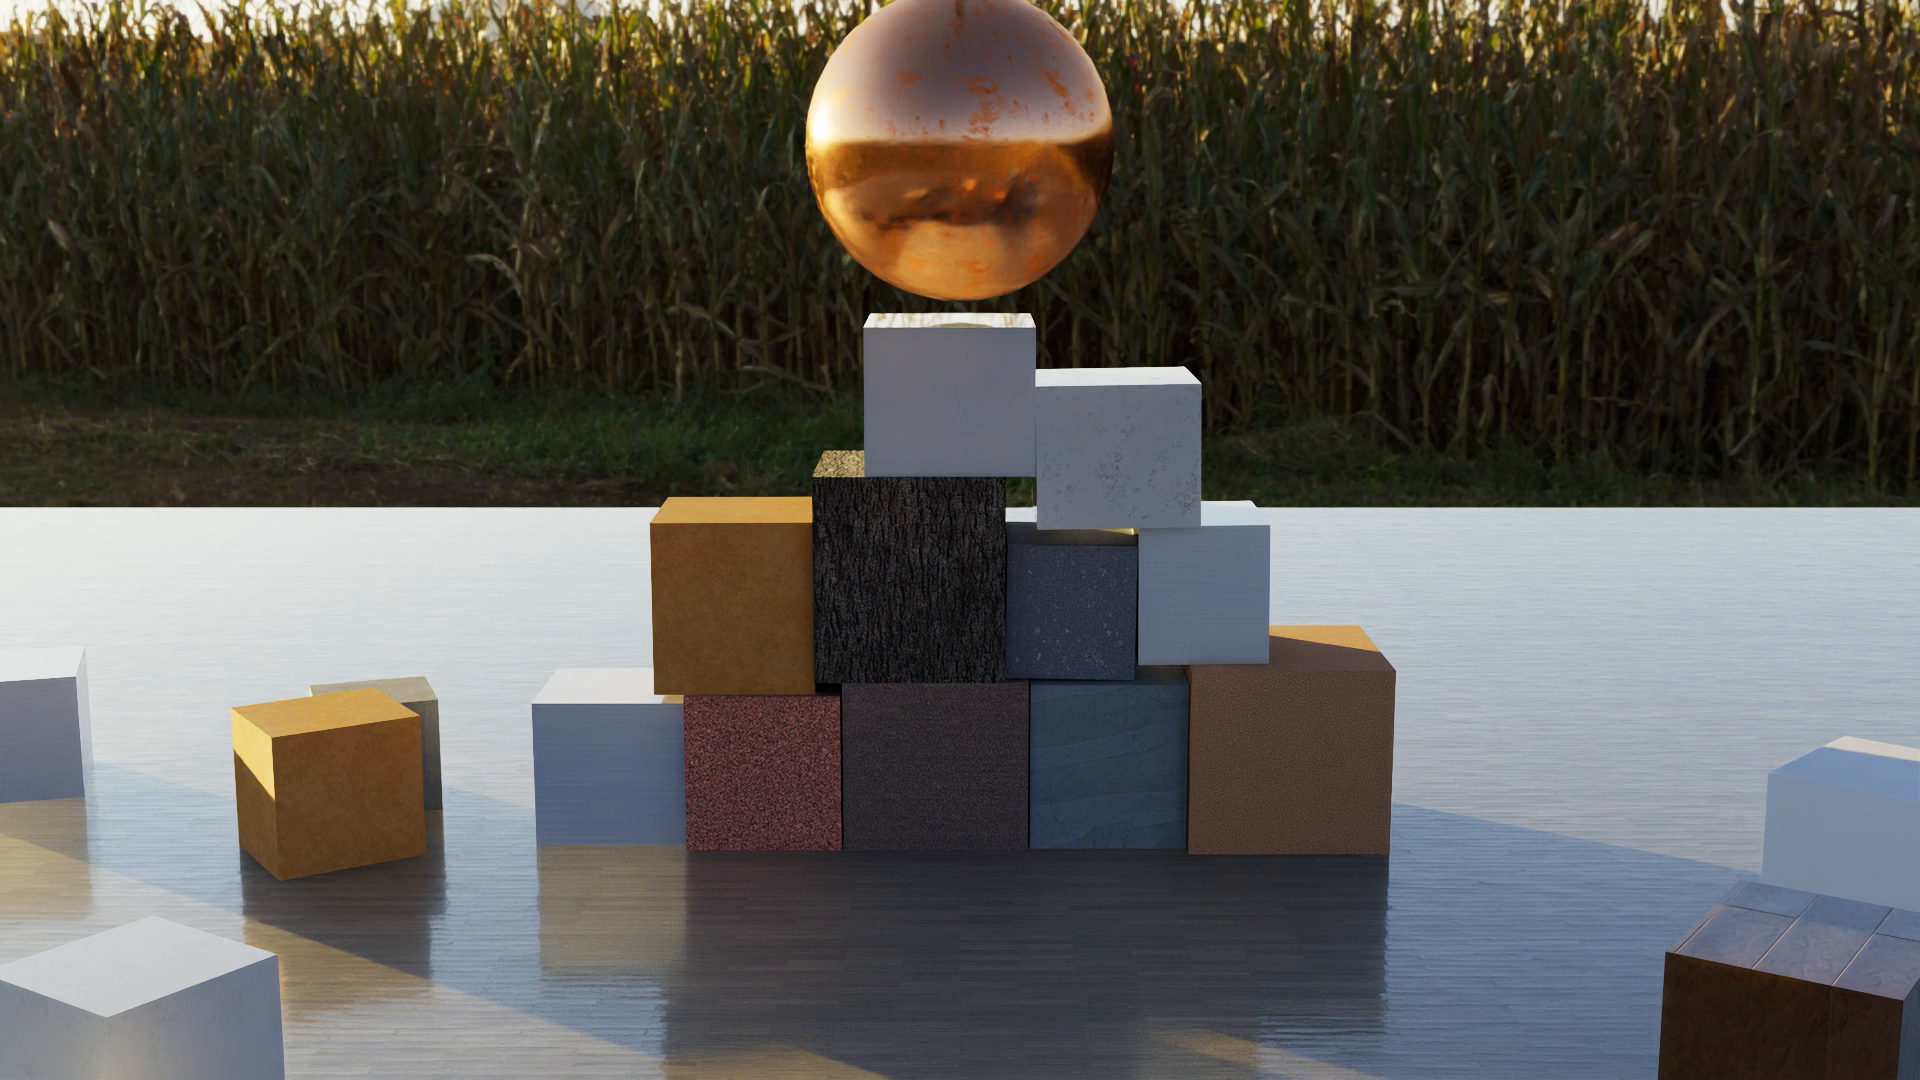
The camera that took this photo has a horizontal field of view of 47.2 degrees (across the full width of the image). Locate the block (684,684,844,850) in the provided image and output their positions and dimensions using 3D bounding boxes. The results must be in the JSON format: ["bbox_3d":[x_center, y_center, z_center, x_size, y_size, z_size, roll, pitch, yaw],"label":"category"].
[{"bbox_3d":[-0.981,1.087,11.376,0.776,0.791,0.881,0,10,0],"label":"block"}]

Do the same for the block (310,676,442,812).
[{"bbox_3d":[-3.134,1.109,11.790,0.613,0.600,0.559,-4,11,-20],"label":"block"}]

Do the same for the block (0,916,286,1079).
[{"bbox_3d":[-2.903,1.809,7.763,0.708,0.663,0.692,7,12,33],"label":"block"}]

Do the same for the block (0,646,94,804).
[{"bbox_3d":[-5.223,1.016,12.107,0.756,0.669,0.779,-3,11,-18],"label":"block"}]

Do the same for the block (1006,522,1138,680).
[{"bbox_3d":[0.552,0.300,11.215,0.644,0.677,0.661,1,10,0],"label":"block"}]

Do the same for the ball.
[{"bbox_3d":[0.000,-2.036,11.350,1.600,1.600,1.600,0,10,0],"label":"ball"}]

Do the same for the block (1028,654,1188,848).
[{"bbox_3d":[0.741,1.057,11.390,0.785,0.844,0.860,0,10,0],"label":"block"}]

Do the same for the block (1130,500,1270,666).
[{"bbox_3d":[1.206,0.208,11.211,0.646,0.699,0.733,-1,10,0],"label":"block"}]

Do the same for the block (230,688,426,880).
[{"bbox_3d":[-3.151,1.201,10.971,0.732,0.711,0.676,-7,12,-33],"label":"block"}]

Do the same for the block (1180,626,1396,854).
[{"bbox_3d":[1.640,1.012,11.374,0.999,0.939,1.021,0,10,0],"label":"block"}]

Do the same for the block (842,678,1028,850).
[{"bbox_3d":[-0.122,1.049,11.383,0.922,0.864,0.906,0,10,0],"label":"block"}]

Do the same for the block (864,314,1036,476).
[{"bbox_3d":[-0.050,-0.739,11.031,0.829,0.725,0.838,0,10,0],"label":"block"}]

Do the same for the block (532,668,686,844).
[{"bbox_3d":[-1.757,1.110,11.407,0.764,0.735,0.748,0,10,0],"label":"block"}]

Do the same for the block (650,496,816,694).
[{"bbox_3d":[-1.125,0.271,11.233,0.799,0.866,0.791,0,10,-1],"label":"block"}]

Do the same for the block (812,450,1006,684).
[{"bbox_3d":[-0.247,0.118,11.214,0.942,1.028,0.923,0,10,0],"label":"block"}]

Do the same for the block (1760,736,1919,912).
[{"bbox_3d":[4.069,1.401,9.588,0.809,0.813,0.828,10,14,43],"label":"block"}]

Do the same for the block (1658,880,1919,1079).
[{"bbox_3d":[2.911,1.757,7.556,0.747,0.838,0.885,7,12,34],"label":"block"}]

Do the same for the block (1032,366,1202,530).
[{"bbox_3d":[0.772,-0.474,11.074,0.800,0.704,0.800,-1,10,0],"label":"block"}]
